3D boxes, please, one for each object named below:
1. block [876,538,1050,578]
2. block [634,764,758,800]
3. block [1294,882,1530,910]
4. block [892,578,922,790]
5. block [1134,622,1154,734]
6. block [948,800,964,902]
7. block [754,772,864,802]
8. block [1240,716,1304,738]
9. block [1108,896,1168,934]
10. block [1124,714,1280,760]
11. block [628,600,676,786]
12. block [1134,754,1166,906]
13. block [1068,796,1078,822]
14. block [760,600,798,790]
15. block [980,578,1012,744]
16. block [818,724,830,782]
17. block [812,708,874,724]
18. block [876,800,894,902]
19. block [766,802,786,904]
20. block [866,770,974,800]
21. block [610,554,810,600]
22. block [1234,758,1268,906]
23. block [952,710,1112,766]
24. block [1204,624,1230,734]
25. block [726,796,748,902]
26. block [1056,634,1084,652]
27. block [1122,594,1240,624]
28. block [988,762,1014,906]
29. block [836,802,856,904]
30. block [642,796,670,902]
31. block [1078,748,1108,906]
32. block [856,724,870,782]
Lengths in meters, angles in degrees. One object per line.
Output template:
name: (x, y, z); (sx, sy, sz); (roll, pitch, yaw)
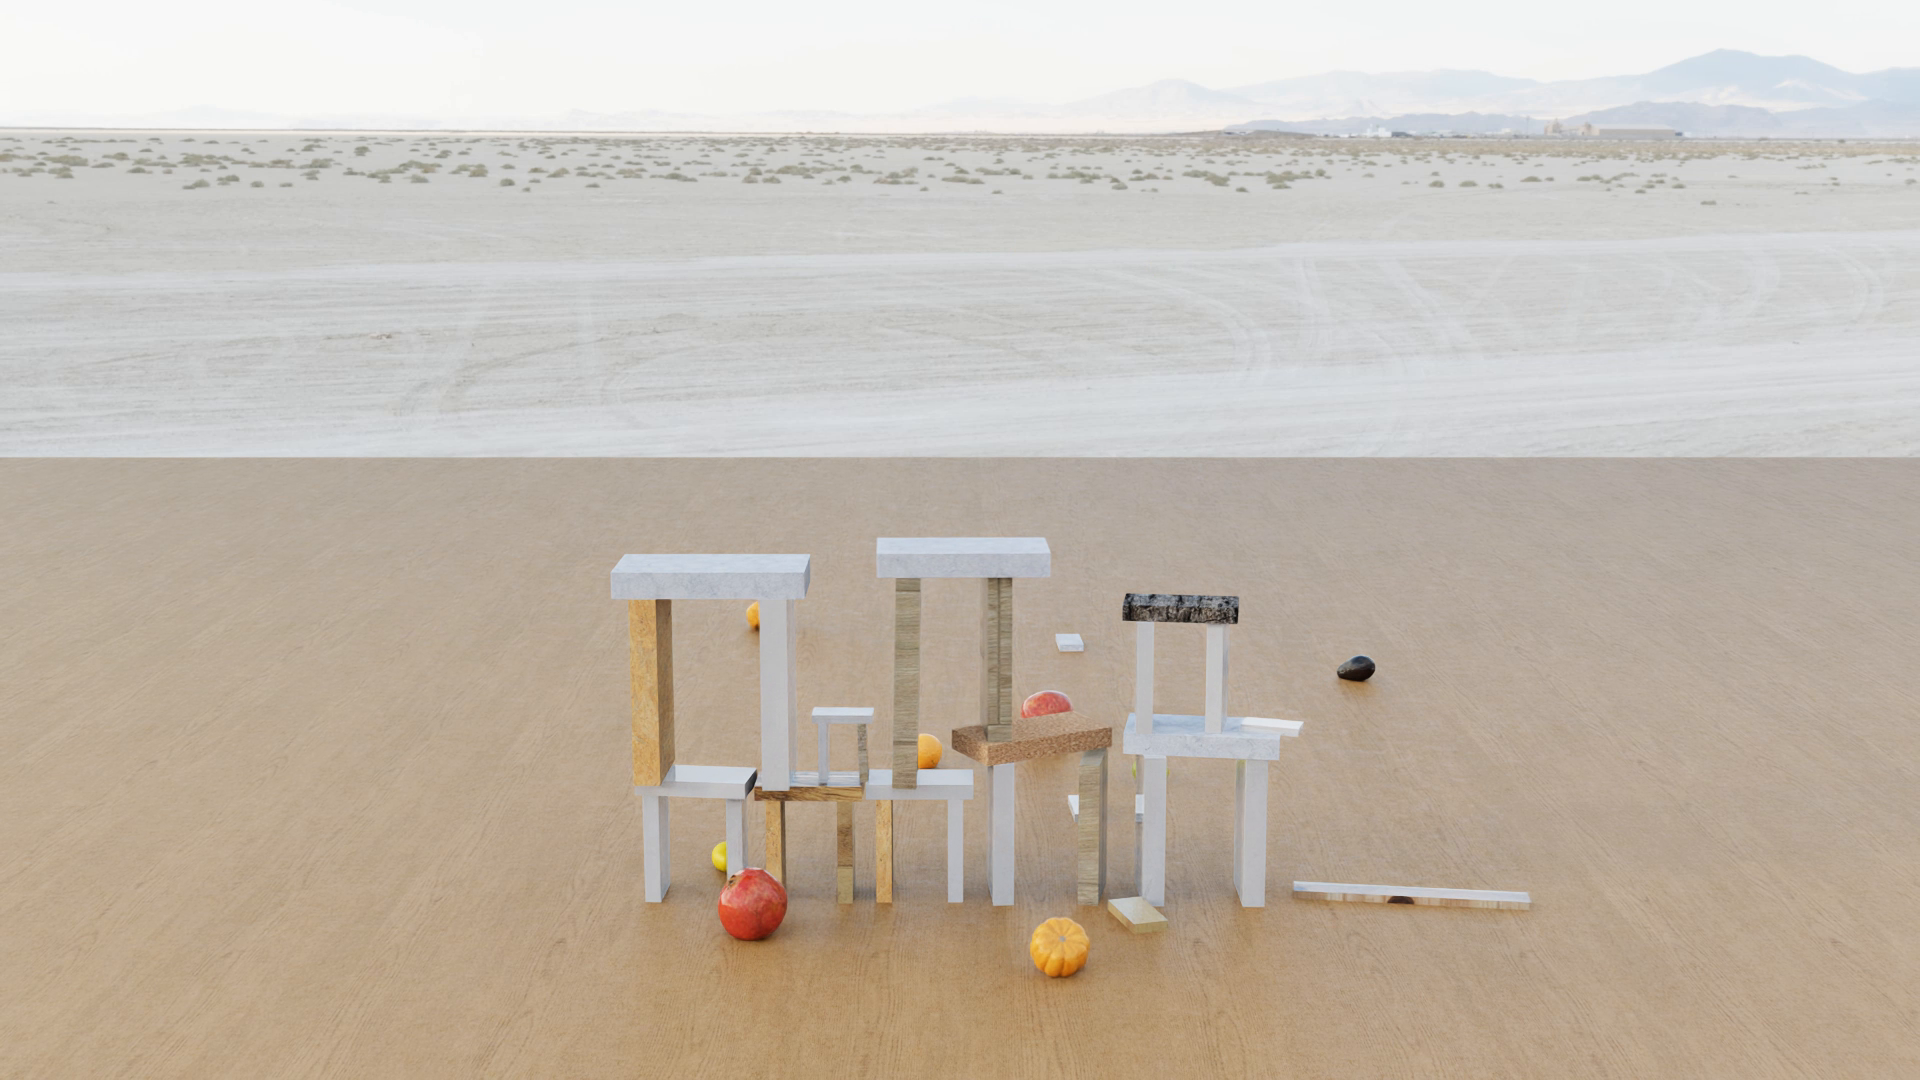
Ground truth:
block: (0.004, 0.028, 3.571); (0.277, 0.039, 0.139); (0, 11, -2)
block: (-0.434, 0.398, 3.626); (0.184, 0.026, 0.092); (1, 11, 7)
block: (0.746, 0.588, 3.640); (0.382, 0.013, 0.047); (2, 11, 8)
block: (-0.086, 0.220, 3.602); (0.039, 0.349, 0.139); (1, 11, 0)
block: (0.302, 0.216, 3.601); (0.026, 0.185, 0.093); (1, 11, 3)
block: (-0.007, 0.503, 3.654); (0.025, 0.176, 0.088); (0, 11, 0)
block: (-0.247, 0.406, 3.629); (0.175, 0.025, 0.088); (0, 11, 1)
block: (0.510, 0.305, 3.590); (0.094, 0.013, 0.047); (4, 11, 19)
block: (0.286, 0.604, 3.546); (0.058, 0.017, 0.117); (-3, 11, -16)
block: (0.400, 0.324, 3.625); (0.252, 0.036, 0.126); (2, 11, 9)
block: (-0.504, 0.232, 3.605); (0.044, 0.308, 0.154); (0, 11, 2)
block: (0.315, 0.466, 3.646); (0.036, 0.252, 0.126); (0, 11, -2)
block: (0.237, 0.501, 4.103); (0.059, 0.017, 0.117); (-1, 11, -3)
block: (-0.297, 0.236, 3.608); (0.044, 0.317, 0.154); (0, 11, 1)
block: (0.059, 0.181, 3.617); (0.039, 0.277, 0.139); (-1, 11, -5)
block: (-0.224, 0.344, 3.621); (0.014, 0.100, 0.049); (0, 11, 1)
block: (-0.192, 0.288, 3.610); (0.099, 0.014, 0.049); (0, 11, 1)
block: (-0.125, 0.503, 3.654); (0.025, 0.176, 0.088); (0, 11, 0)
block: (-0.305, 0.505, 3.649); (0.025, 0.175, 0.088); (0, 11, 0)
block: (-0.066, 0.404, 3.636); (0.176, 0.025, 0.088); (0, 11, 0)
block: (-0.402, 0.059, 3.576); (0.308, 0.044, 0.154); (0, 11, 0)
block: (0.481, 0.466, 3.645); (0.036, 0.252, 0.126); (0, 11, 0)
block: (0.120, 0.330, 3.666); (0.239, 0.034, 0.120); (-6, 12, -29)
block: (0.422, 0.216, 3.602); (0.026, 0.185, 0.093); (2, 11, 13)
block: (-0.370, 0.499, 3.657); (0.026, 0.184, 0.092); (0, 11, 0)
block: (0.271, 0.253, 5.437); (0.059, 0.017, 0.117); (0, 11, -3)
block: (0.360, 0.112, 3.582); (0.185, 0.026, 0.093); (1, 11, 8)
block: (0.067, 0.472, 3.649); (0.034, 0.239, 0.120); (-1, 11, -4)
block: (-0.189, 0.505, 3.649); (0.025, 0.176, 0.088); (0, 11, 0)
block: (-0.504, 0.499, 3.656); (0.026, 0.184, 0.092); (0, 11, 2)
block: (0.221, 0.472, 3.649); (0.034, 0.239, 0.120); (2, 11, 10)
block: (-0.159, 0.344, 3.620); (0.014, 0.099, 0.050); (-2, 11, 1)
